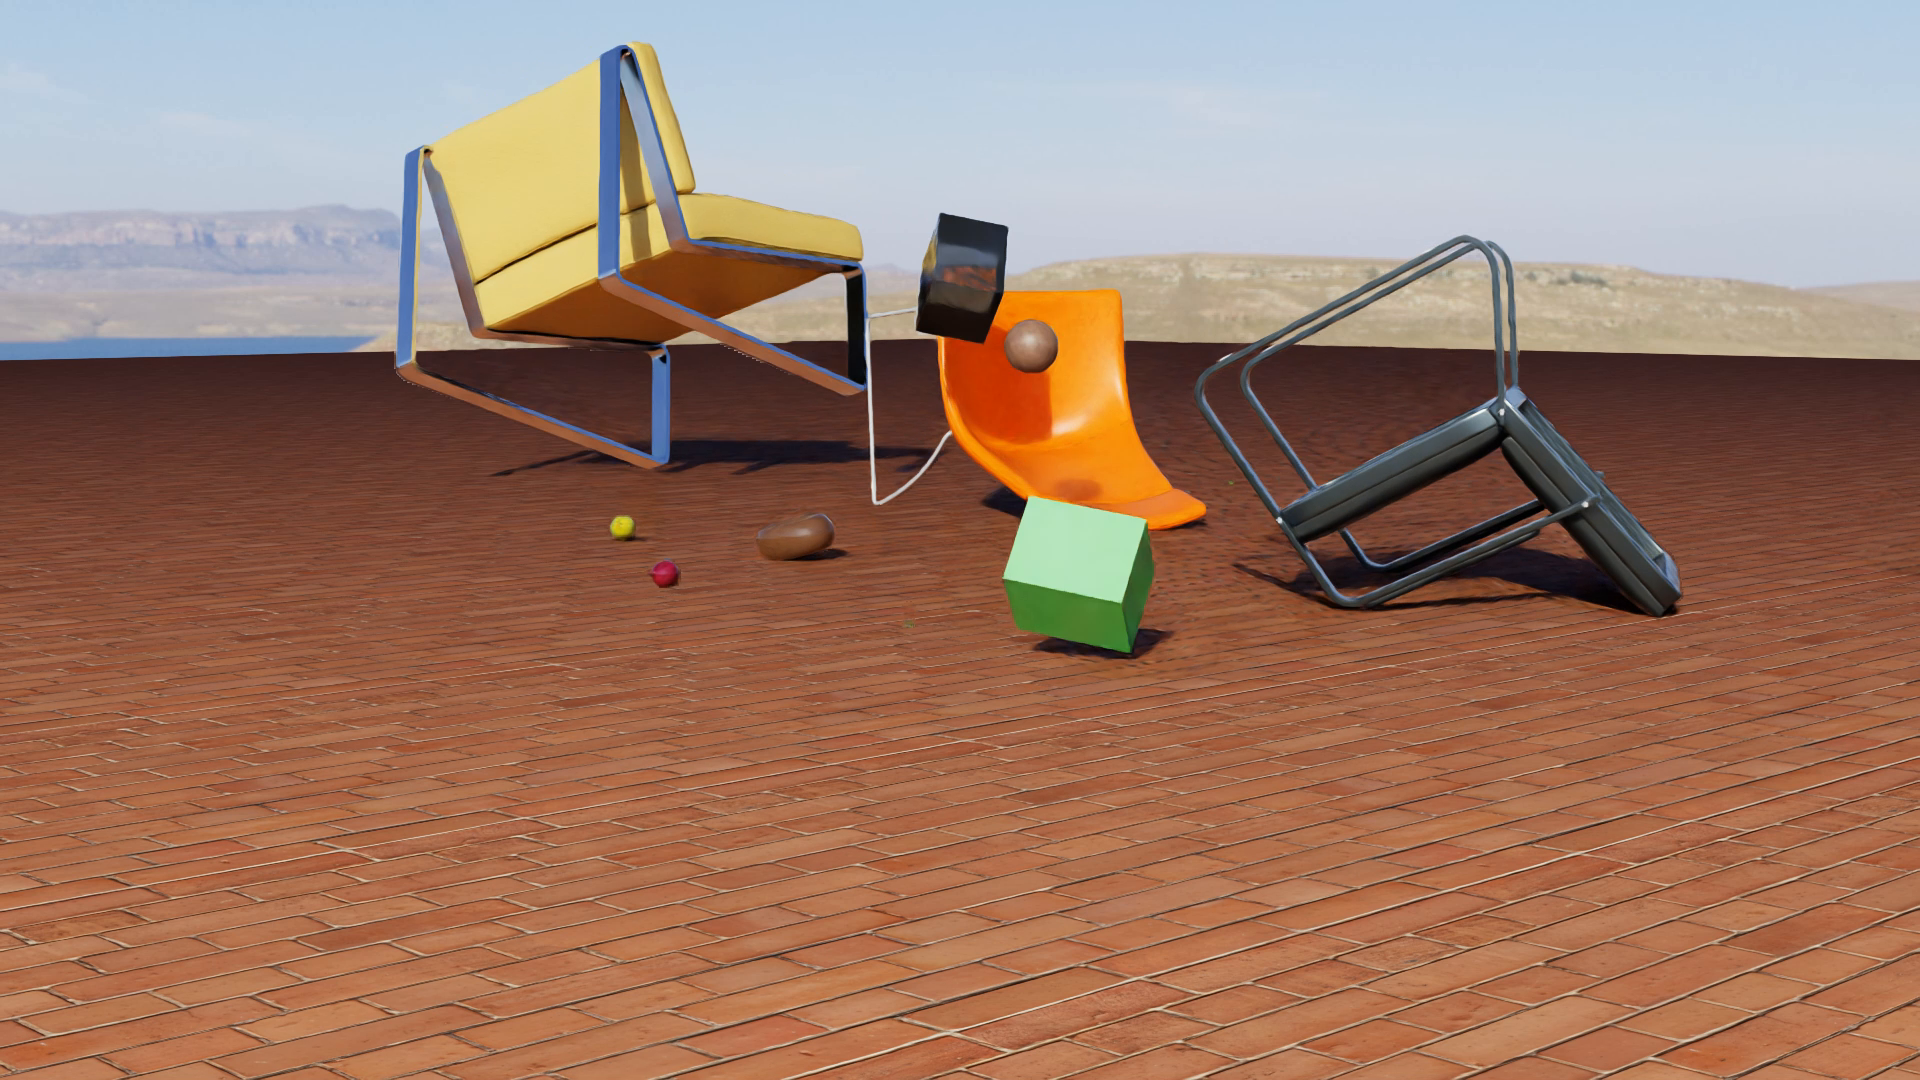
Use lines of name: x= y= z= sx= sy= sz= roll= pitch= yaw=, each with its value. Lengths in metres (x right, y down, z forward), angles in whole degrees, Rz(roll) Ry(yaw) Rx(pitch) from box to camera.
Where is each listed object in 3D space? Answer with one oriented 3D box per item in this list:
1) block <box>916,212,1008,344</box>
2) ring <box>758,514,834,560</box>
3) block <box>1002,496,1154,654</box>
block: x=0.005 y=-0.671 z=6.595 sx=0.180 sy=0.220 sz=0.218 roll=10 pitch=-34 yaw=-9
ring: x=-0.384 y=-0.006 z=5.985 sx=0.213 sy=0.082 sz=0.157 roll=-9 pitch=10 yaw=43
block: x=0.204 y=0.059 z=4.350 sx=0.204 sy=0.160 sz=0.197 roll=12 pitch=-25 yaw=15
